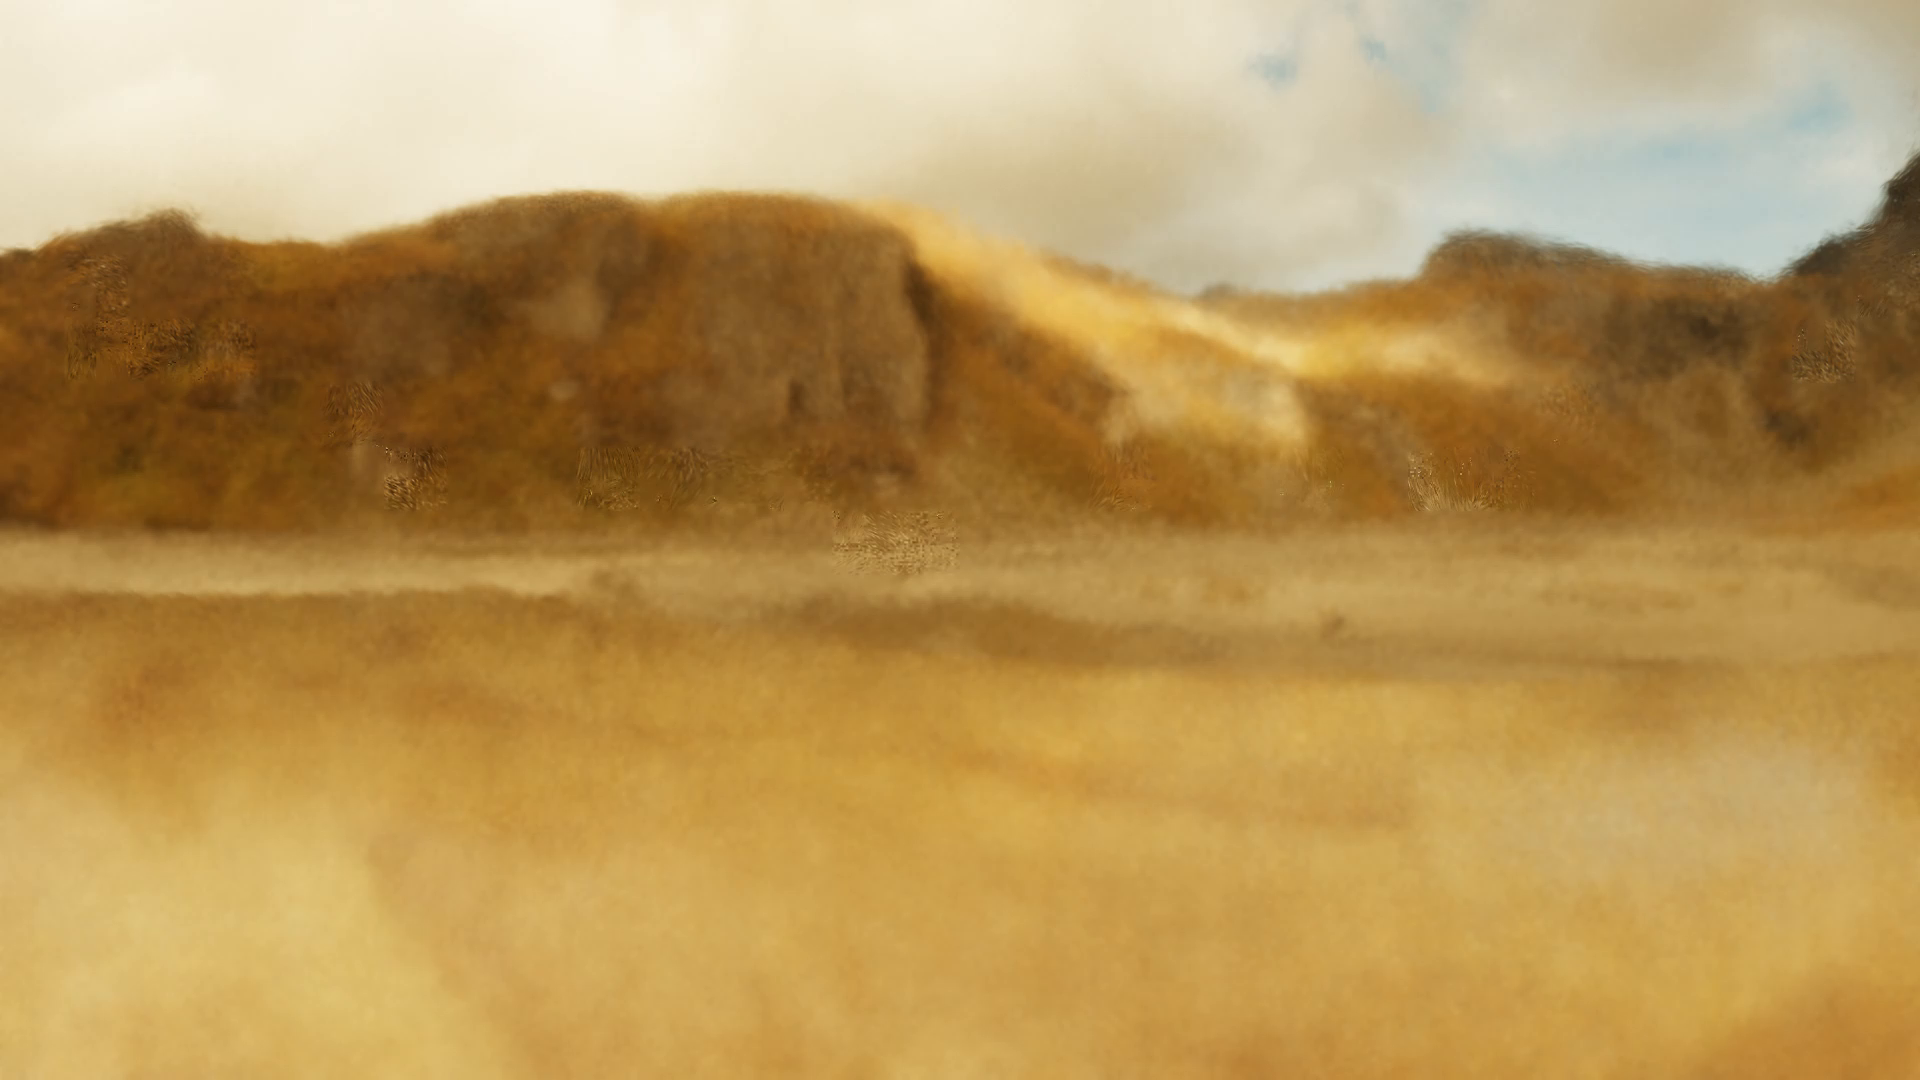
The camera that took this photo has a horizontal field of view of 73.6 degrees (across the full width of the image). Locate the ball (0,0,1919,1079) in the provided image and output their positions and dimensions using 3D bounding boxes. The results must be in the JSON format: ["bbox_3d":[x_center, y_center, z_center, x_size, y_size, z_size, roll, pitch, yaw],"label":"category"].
[{"bbox_3d":[0.000,-0.002,0.056,0.080,0.080,0.080,0,4,0],"label":"ball"}]
